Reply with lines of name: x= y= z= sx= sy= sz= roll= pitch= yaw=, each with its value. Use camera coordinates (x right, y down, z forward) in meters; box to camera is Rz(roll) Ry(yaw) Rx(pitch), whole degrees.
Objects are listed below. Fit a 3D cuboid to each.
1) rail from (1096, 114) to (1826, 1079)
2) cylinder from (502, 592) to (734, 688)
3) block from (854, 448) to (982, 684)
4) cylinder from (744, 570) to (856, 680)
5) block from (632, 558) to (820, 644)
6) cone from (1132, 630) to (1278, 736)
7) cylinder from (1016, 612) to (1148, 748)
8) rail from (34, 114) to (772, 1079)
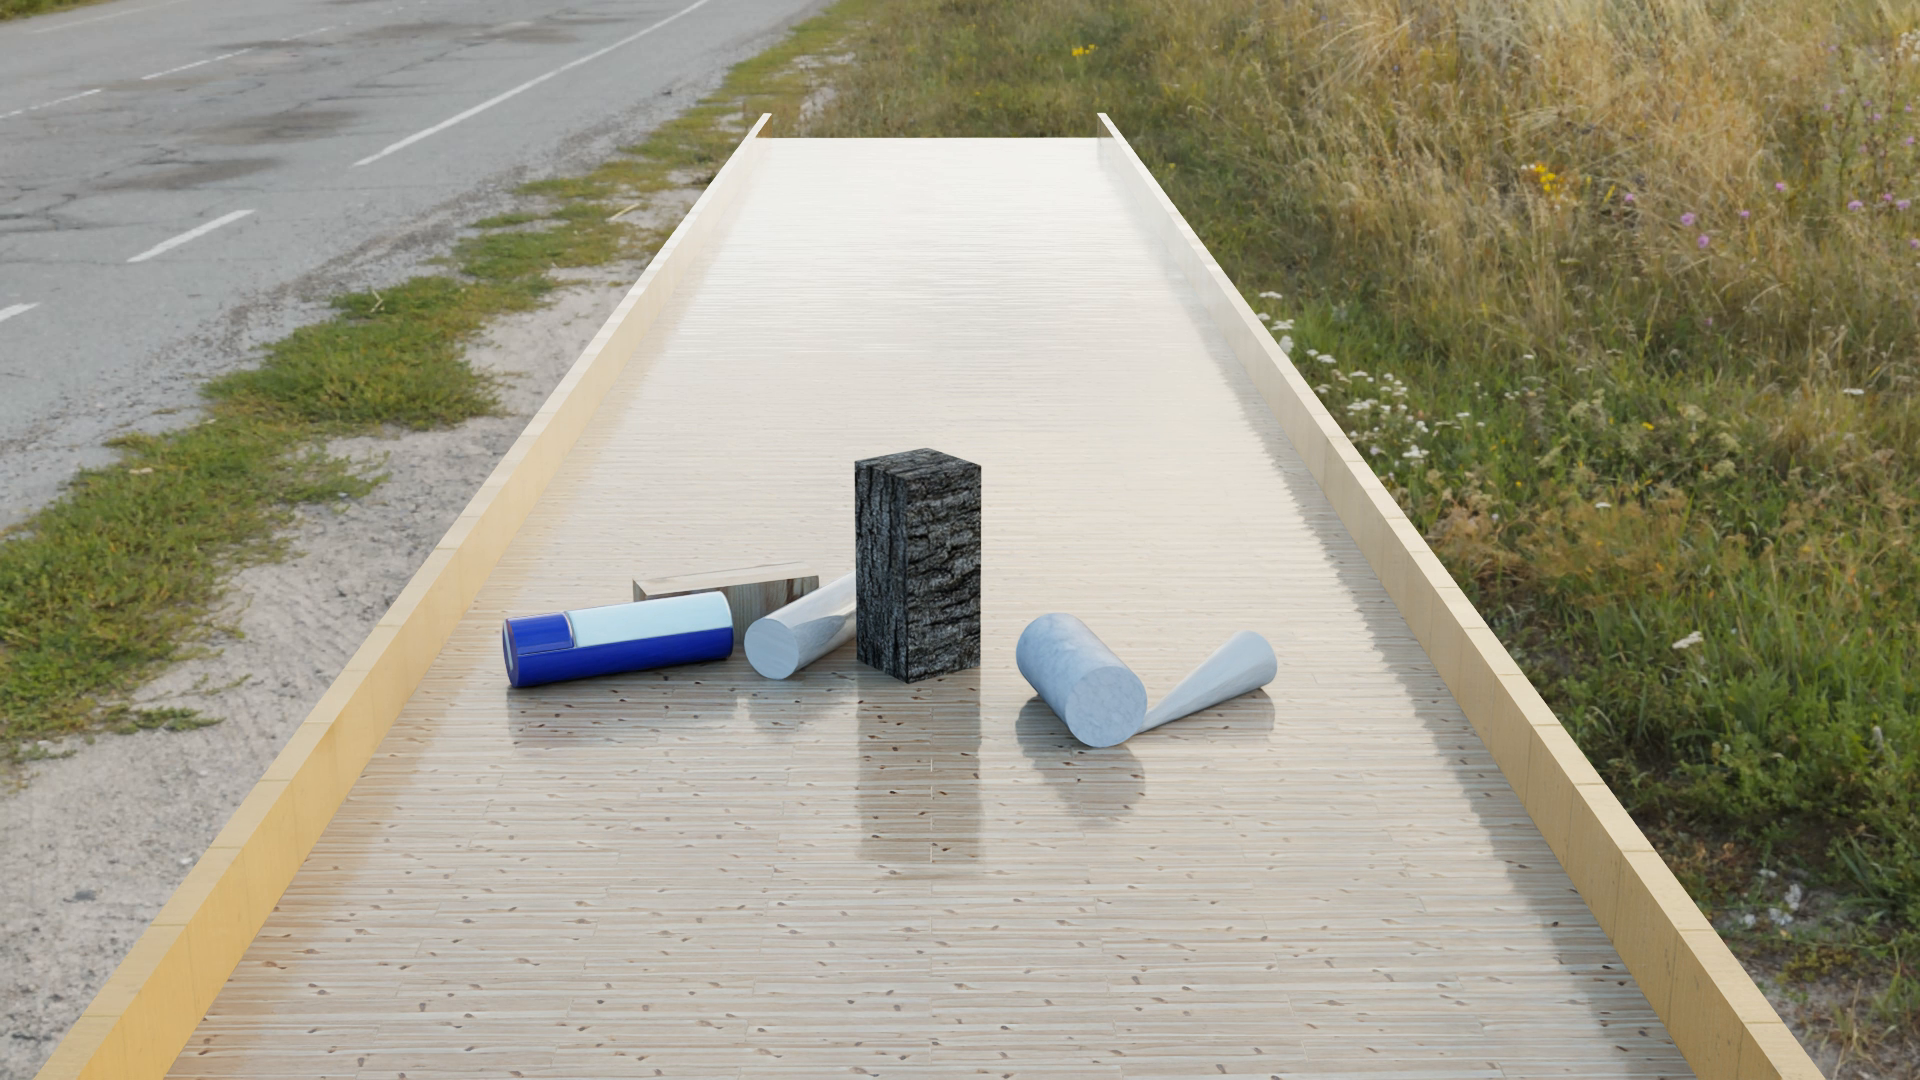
rail: x=0.932 y=-0.844 z=7.801 sx=0.050 sy=0.150 sz=12.000 roll=0 pitch=17 yaw=-1
cylinder: x=-0.672 y=0.194 z=4.336 sx=0.431 sy=0.135 sz=0.135 roll=-7 pitch=18 yaw=-23
block: x=-0.083 y=0.048 z=4.342 sx=0.178 sy=0.412 sz=0.178 roll=-12 pitch=21 yaw=-35
cylinder: x=-0.283 y=0.166 z=4.449 sx=0.126 sy=0.126 sz=0.368 roll=8 pitch=19 yaw=26
block: x=-0.483 y=0.135 z=4.553 sx=0.363 sy=0.125 sz=0.125 roll=-7 pitch=18 yaw=-21
cone: x=0.421 y=0.299 z=4.121 sx=0.117 sy=0.117 sz=0.424 roll=15 pitch=30 yaw=42
cylinder: x=0.222 y=0.256 z=4.092 sx=0.156 sy=0.156 sz=0.313 roll=-4 pitch=17 yaw=-14
rail: x=-1.118 y=-0.838 z=7.780 sx=0.050 sy=0.150 sz=12.000 roll=0 pitch=17 yaw=-1
